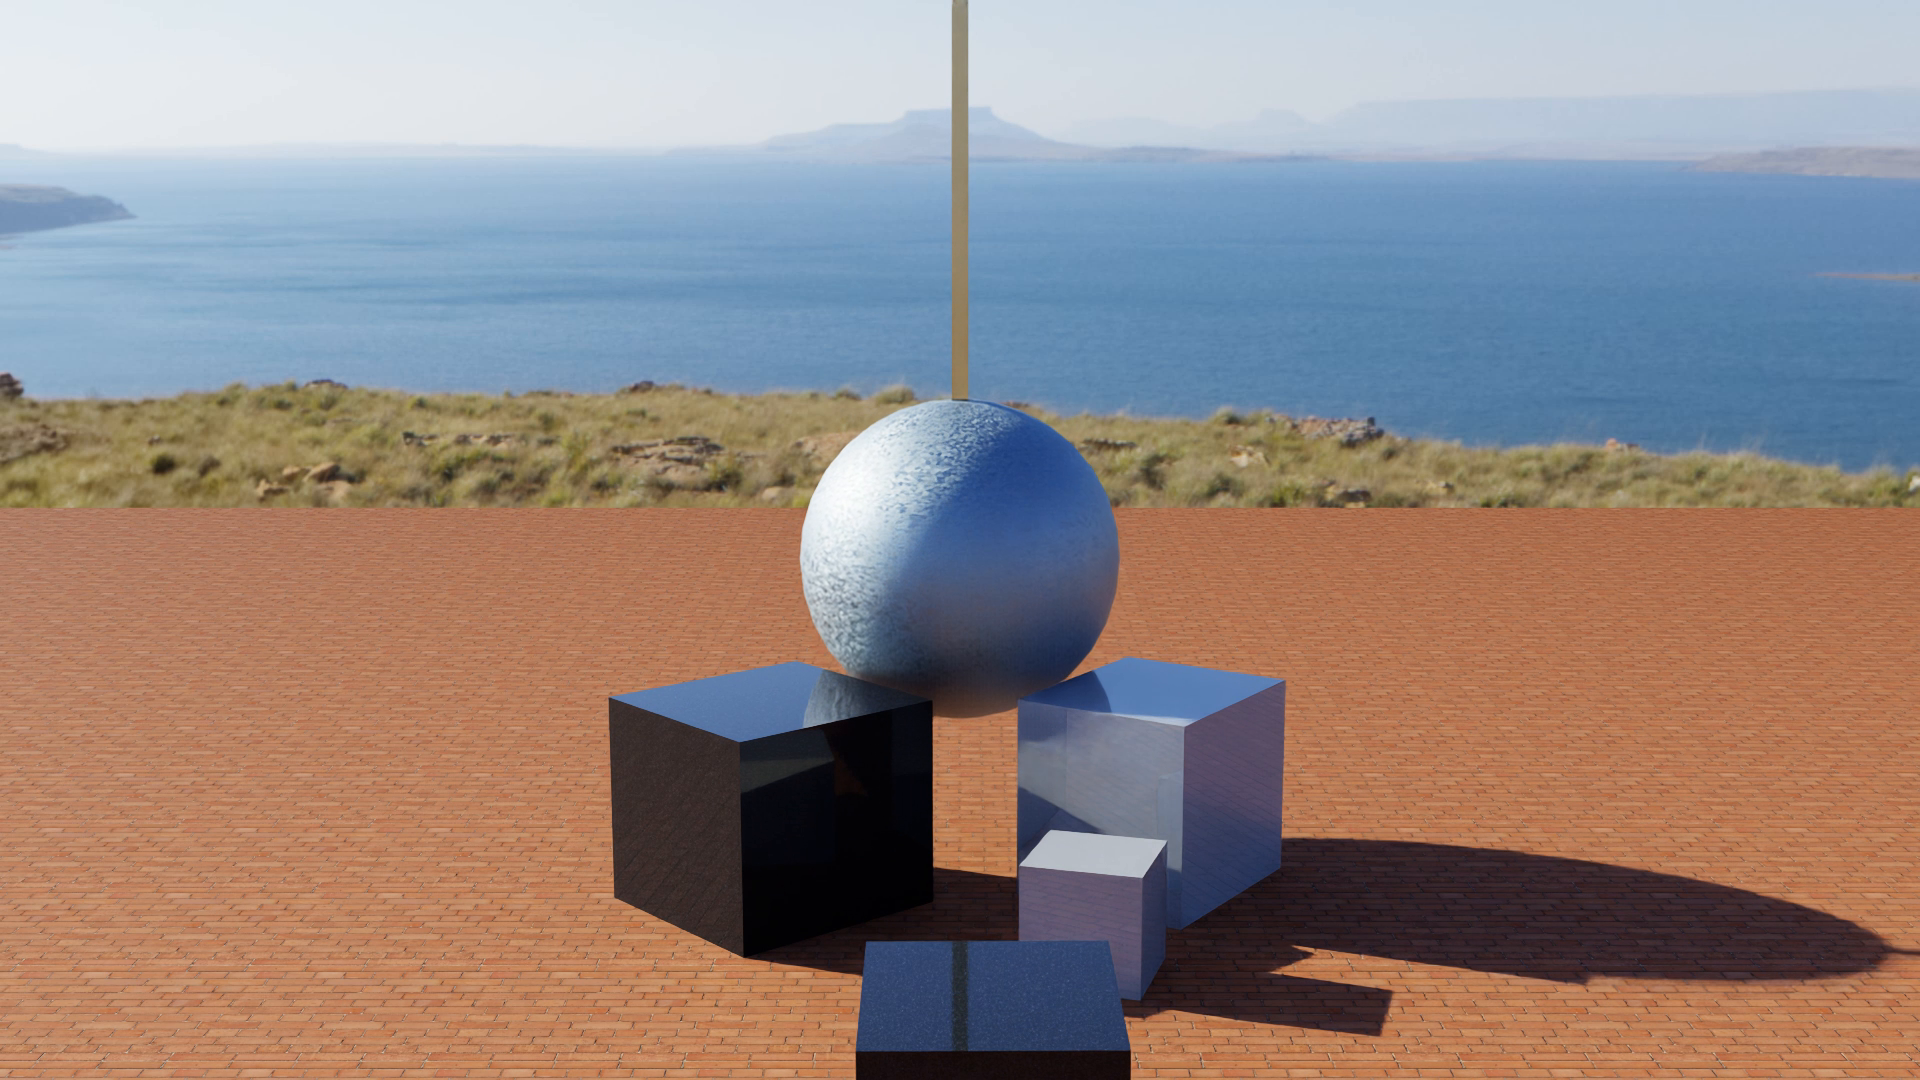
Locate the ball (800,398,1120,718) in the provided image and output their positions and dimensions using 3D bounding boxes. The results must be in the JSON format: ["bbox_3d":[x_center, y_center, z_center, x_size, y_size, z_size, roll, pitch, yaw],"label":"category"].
[{"bbox_3d":[0.000,0.091,11.001,1.600,1.600,1.600,0,10,0],"label":"ball"}]

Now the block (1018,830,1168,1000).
[{"bbox_3d":[0.570,1.586,9.356,0.523,0.531,0.507,3,11,17],"label":"block"}]

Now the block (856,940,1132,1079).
[{"bbox_3d":[0.094,1.847,6.953,0.807,0.879,0.899,0,10,0],"label":"block"}]

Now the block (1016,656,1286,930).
[{"bbox_3d":[0.918,1.171,10.481,0.872,0.945,1.035,7,12,33],"label":"block"}]

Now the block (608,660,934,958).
[{"bbox_3d":[-0.875,1.208,10.214,1.087,0.970,1.034,-9,14,-40],"label":"block"}]

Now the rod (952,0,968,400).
[{"bbox_3d":[0.000,-3.272,10.500,0.080,5.200,0.080,0,8,0],"label":"rod"}]
